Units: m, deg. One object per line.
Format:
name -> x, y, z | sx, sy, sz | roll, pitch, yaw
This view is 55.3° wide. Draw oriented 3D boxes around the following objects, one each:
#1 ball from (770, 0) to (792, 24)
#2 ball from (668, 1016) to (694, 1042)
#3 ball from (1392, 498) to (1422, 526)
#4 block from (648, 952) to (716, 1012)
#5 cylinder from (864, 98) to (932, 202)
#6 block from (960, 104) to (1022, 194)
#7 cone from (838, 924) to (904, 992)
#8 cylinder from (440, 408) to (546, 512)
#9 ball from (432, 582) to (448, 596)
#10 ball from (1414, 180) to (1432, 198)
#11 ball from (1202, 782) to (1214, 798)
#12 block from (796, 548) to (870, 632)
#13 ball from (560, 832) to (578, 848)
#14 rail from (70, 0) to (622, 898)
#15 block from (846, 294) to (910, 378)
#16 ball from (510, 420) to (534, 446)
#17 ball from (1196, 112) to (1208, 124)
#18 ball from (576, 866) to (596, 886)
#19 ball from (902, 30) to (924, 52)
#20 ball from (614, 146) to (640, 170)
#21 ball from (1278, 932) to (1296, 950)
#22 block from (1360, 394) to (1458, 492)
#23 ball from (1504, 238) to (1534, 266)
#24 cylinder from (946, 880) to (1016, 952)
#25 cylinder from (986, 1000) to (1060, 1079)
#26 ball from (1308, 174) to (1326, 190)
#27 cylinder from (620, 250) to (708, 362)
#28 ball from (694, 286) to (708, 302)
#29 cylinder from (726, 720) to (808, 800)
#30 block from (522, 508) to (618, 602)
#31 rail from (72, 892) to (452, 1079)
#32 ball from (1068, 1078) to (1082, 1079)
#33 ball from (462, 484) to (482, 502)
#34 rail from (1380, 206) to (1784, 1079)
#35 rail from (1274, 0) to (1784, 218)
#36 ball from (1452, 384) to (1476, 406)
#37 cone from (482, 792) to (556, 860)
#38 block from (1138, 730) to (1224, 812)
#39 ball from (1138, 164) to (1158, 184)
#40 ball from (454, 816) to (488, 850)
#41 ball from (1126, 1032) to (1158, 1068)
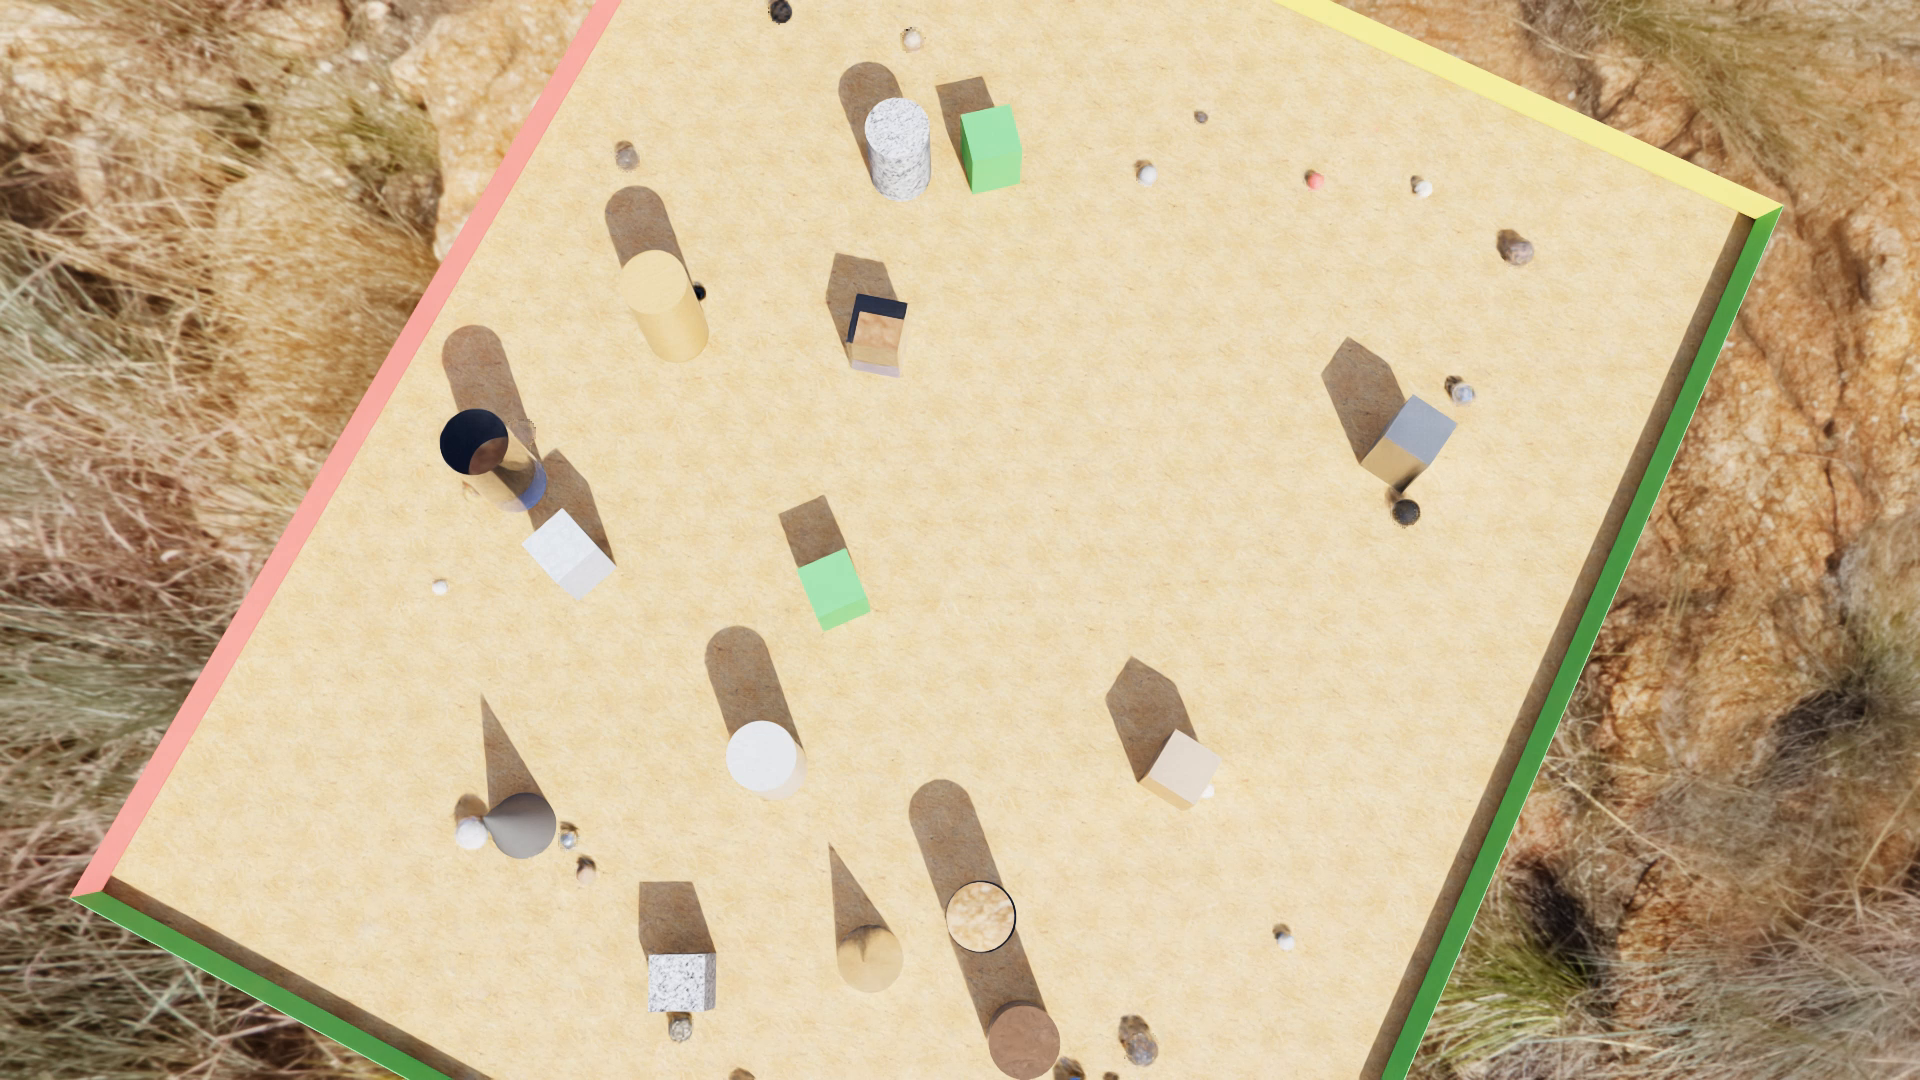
ball -> -0.579, -1.709, 5.932 | 0.075, 0.075, 0.075 | 0, 78, 0
ball -> -0.806, 1.412, 5.287 | 0.072, 0.072, 0.072 | 0, 78, 0
ball -> 1.363, -0.084, 5.589 | 0.085, 0.085, 0.085 | 0, 78, 0
block -> -0.790, 1.261, 5.230 | 0.156, 0.246, 0.156 | -1, 78, 0
cylinder -> -0.189, -1.209, 5.693 | 0.195, 0.340, 0.195 | 0, 78, 0
block -> 0.097, -1.220, 5.735 | 0.156, 0.262, 0.156 | -13, 79, -3
cone -> -0.262, 1.185, 5.164 | 0.195, 0.406, 0.195 | 0, 78, 0
cylinder -> -1.372, -0.228, 5.415 | 0.195, 0.488, 0.195 | 0, 78, 0
ball -> -1.578, 0.148, 5.564 | 0.043, 0.043, 0.043 | 0, 78, 0
ball -> 1.473, -1.114, 5.819 | 0.054, 0.054, 0.054 | 0, 78, 0
ball -> 0.730, 0.742, 5.434 | 0.050, 0.050, 0.050 | 0, 78, 0
block -> -0.374, 0.152, 5.450 | 0.156, 0.265, 0.156 | -23, 79, -5
ball -> -1.154, 0.885, 5.405 | 0.052, 0.052, 0.052 | 0, 78, 0
rail -> -1.607, -0.780, 5.712 | 0.045, 0.127, 4.187 | 26, 80, 5
block -> -0.248, -0.622, 5.605 | 0.156, 0.274, 0.156 | 11, 79, 2
ball -> -1.353, -0.329, 5.644 | 0.079, 0.079, 0.079 | 0, 78, 0
ball -> 0.776, -1.354, 5.876 | 0.040, 0.040, 0.040 | 0, 78, 0
ball -> -1.096, 0.985, 5.383 | 0.058, 0.058, 0.058 | 0, 78, 0
ball -> -0.152, -1.611, 5.915 | 0.068, 0.068, 0.068 | 0, 78, 0
ball -> -1.060, -1.213, 5.829 | 0.076, 0.076, 0.076 | 0, 78, 0
ball -> 0.952, 1.172, 5.348 | 0.051, 0.051, 0.051 | 0, 78, 0
block -> 1.342, -0.285, 5.500 | 0.156, 0.344, 0.156 | 35, 80, 7
ball -> 1.759, -0.905, 5.758 | 0.090, 0.090, 0.090 | 0, 78, 0
cylinder -> 0.058, 1.071, 5.210 | 0.195, 0.362, 0.195 | 0, 78, 0
cylinder -> 0.175, 1.399, 5.143 | 0.195, 0.359, 0.195 | 0, 78, 0
ball -> 1.134, -1.139, 5.825 | 0.053, 0.053, 0.053 | 0, 78, 0
cylinder -> -0.885, -0.697, 5.521 | 0.195, 0.470, 0.195 | 0, 78, 0
ball -> -0.819, -0.774, 5.751 | 0.050, 0.050, 0.050 | 0, 78, 0
cylinder -> -0.552, 0.640, 5.283 | 0.195, 0.393, 0.195 | 0, 78, 0
block -> -1.157, 0.047, 5.446 | 0.156, 0.315, 0.156 | -42, 81, -8
rail -> -0.926, 1.820, 5.174 | 3.642, 0.127, 0.045 | 26, 80, 5
ball -> 0.331, 1.587, 5.239 | 0.097, 0.097, 0.097 | 0, 78, 0
ball -> -1.494, -0.144, 5.617 | 0.058, 0.058, 0.058 | 0, 78, 0
rail -> 1.607, 0.794, 5.386 | 0.045, 0.127, 4.187 | 26, 80, 5
rail -> 0.926, -1.806, 5.925 | 3.642, 0.127, 0.045 | 26, 80, 5
ball -> 1.560, -0.450, 5.673 | 0.071, 0.071, 0.071 | 0, 78, 0
cone -> -1.296, 0.800, 5.204 | 0.195, 0.483, 0.195 | 0, 78, 0
block -> 0.637, 0.672, 5.324 | 0.156, 0.302, 0.156 | 32, 80, 6
ball -> 0.600, -1.161, 5.824 | 0.064, 0.064, 0.064 | 0, 78, 0
ball -> -1.431, 0.859, 5.369 | 0.098, 0.098, 0.098 | 0, 78, 0
ball -> 0.523, 1.466, 5.264 | 0.096, 0.096, 0.096 | 0, 78, 0
